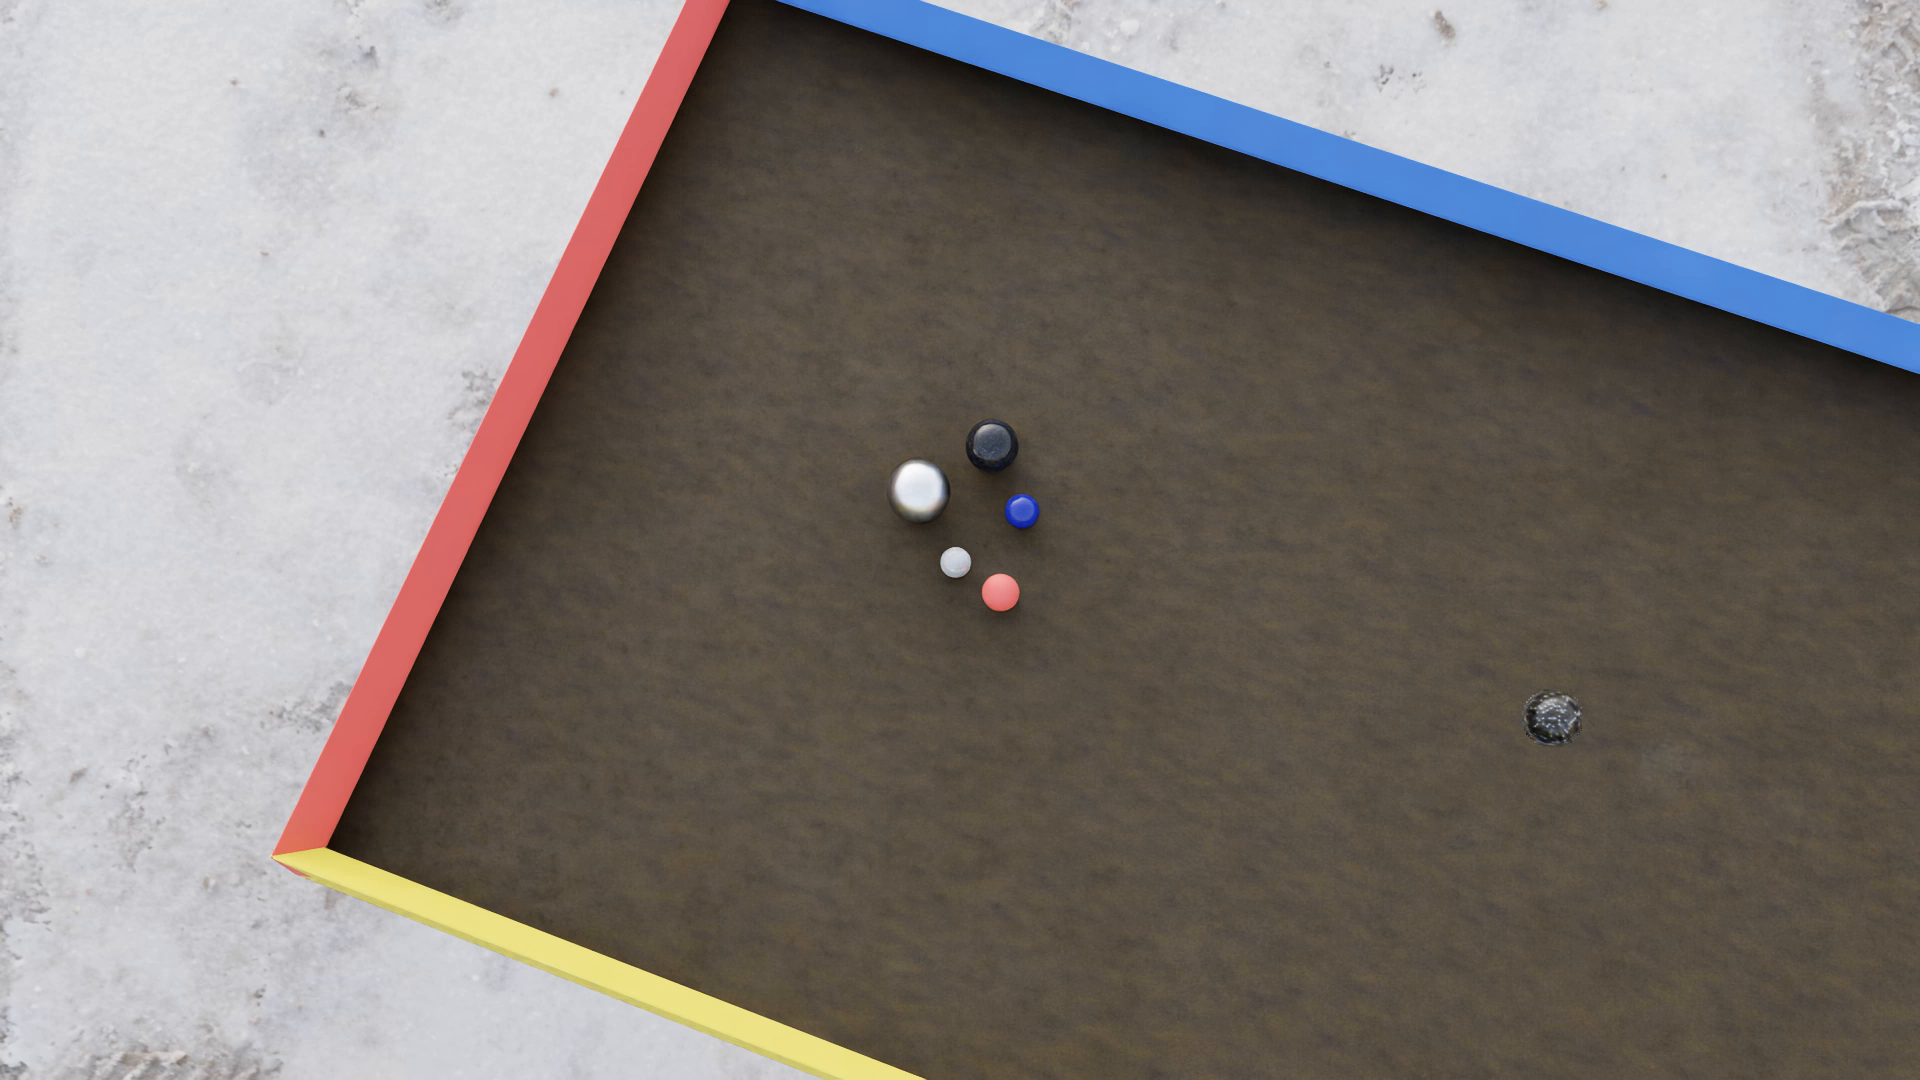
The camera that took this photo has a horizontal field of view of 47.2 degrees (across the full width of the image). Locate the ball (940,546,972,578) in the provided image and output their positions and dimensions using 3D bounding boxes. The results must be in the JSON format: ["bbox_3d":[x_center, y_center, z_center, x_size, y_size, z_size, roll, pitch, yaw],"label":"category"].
[{"bbox_3d":[-0.007,0.035,3.430,0.048,0.048,0.048,0,71,0],"label":"ball"}]

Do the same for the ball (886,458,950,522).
[{"bbox_3d":[-0.065,-0.077,3.442,0.100,0.100,0.100,0,71,0],"label":"ball"}]

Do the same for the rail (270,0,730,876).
[{"bbox_3d":[-0.678,-0.251,3.486,0.045,0.130,1.670,20,72,7],"label":"rail"}]

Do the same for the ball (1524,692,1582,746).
[{"bbox_3d":[0.897,0.270,3.328,0.083,0.083,0.083,0,71,0],"label":"ball"}]

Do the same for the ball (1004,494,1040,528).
[{"bbox_3d":[0.097,-0.045,3.454,0.055,0.055,0.055,0,71,0],"label":"ball"}]

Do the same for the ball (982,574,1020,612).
[{"bbox_3d":[0.063,0.081,3.408,0.059,0.059,0.059,0,71,0],"label":"ball"}]

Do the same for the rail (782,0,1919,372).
[{"bbox_3d":[0.986,-0.478,3.567,2.993,0.130,0.045,20,72,7],"label":"rail"}]

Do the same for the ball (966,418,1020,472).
[{"bbox_3d":[0.051,-0.149,3.475,0.085,0.085,0.085,0,71,0],"label":"ball"}]

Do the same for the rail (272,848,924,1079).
[{"bbox_3d":[0.415,0.954,3.060,2.993,0.130,0.045,20,72,7],"label":"rail"}]
